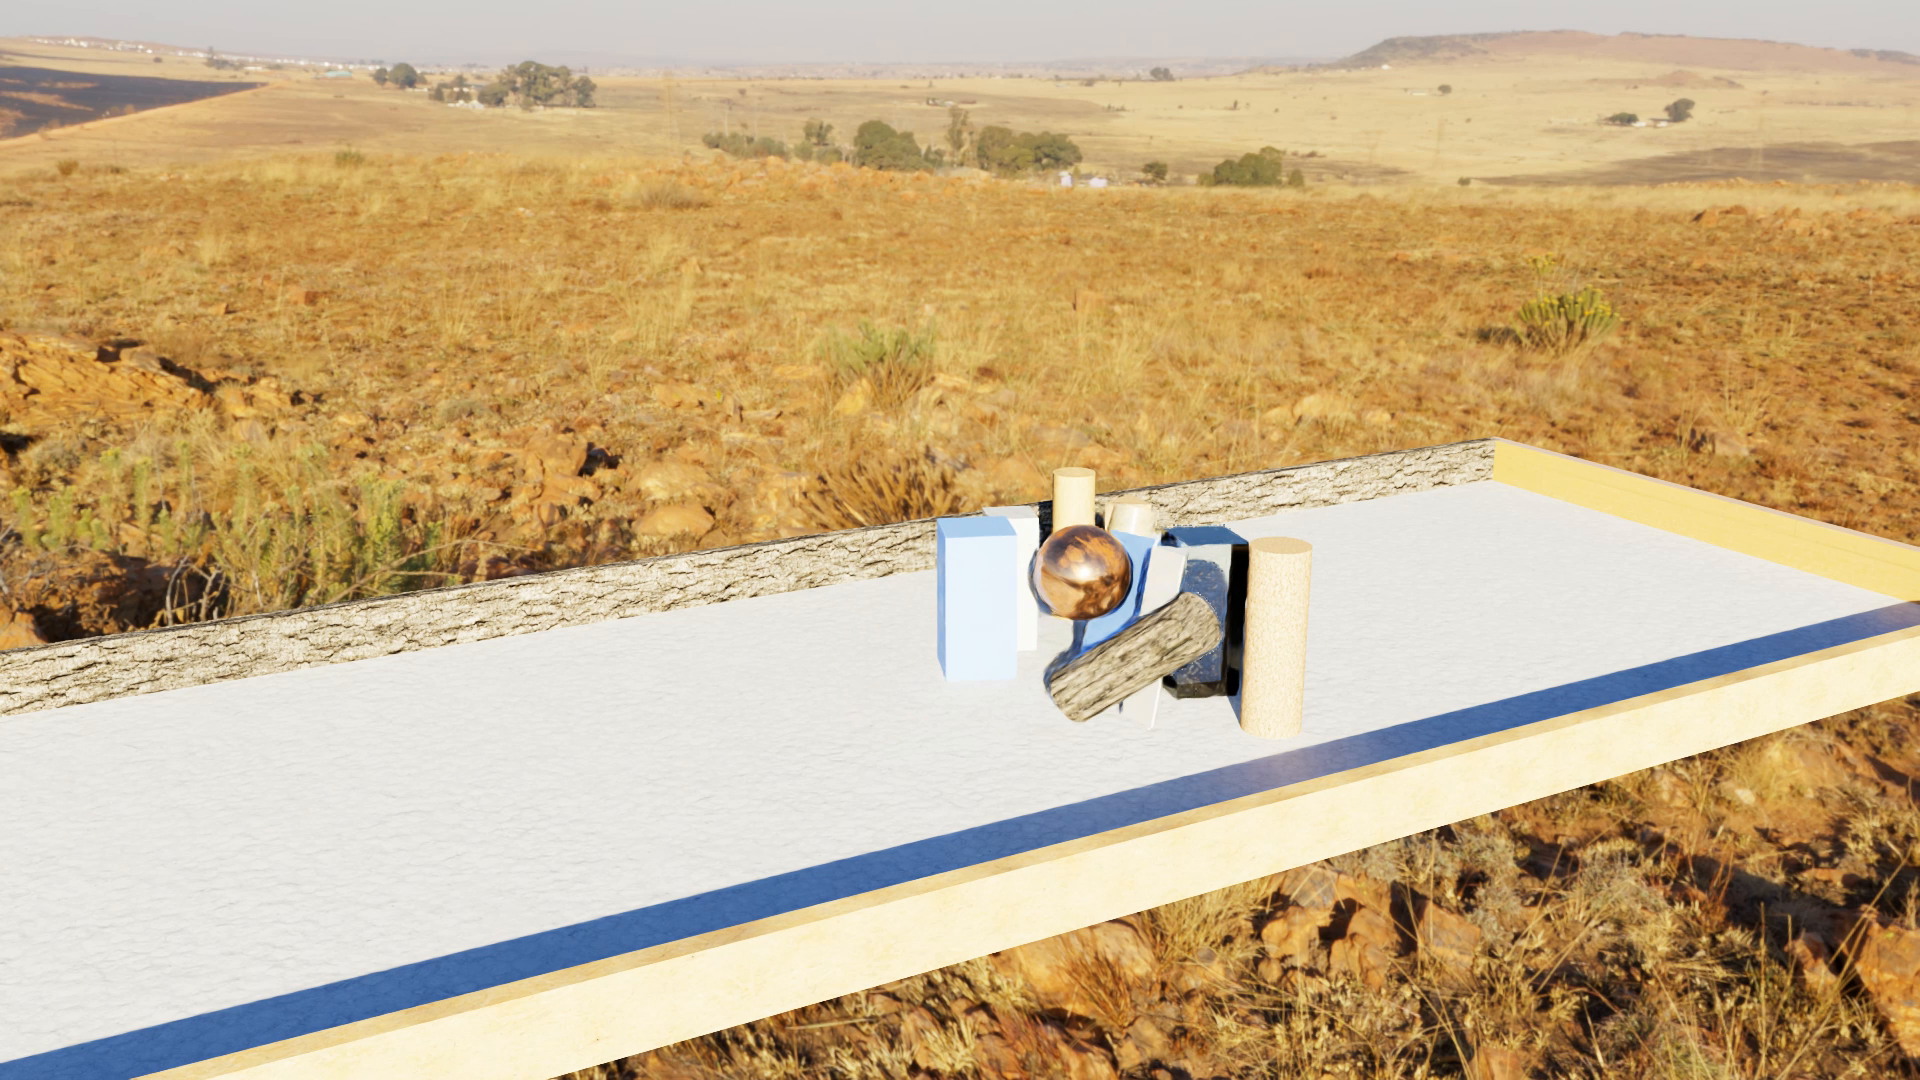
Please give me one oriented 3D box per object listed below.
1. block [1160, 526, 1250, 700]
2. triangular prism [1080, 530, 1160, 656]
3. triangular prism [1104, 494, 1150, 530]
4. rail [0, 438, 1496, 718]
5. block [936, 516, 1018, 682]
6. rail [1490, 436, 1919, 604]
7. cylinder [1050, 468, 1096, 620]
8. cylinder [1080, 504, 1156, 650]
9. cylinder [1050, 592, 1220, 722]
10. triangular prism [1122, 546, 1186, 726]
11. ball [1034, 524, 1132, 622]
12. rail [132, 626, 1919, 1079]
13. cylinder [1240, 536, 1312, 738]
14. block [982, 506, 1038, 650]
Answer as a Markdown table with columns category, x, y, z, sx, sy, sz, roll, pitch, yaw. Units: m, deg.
| category | x | y | z | sx | sy | sz | roll | pitch | yaw |
| --- | --- | --- | --- | --- | --- | --- | --- | --- | --- |
| block | 0.590 | 0.176 | 4.057 | 0.163 | 0.389 | 0.163 | -2 | 16 | -16 |
| triangular prism | 0.427 | 0.171 | 4.107 | 0.143 | 0.356 | 0.124 | 13 | -2 | 44 |
| triangular prism | 0.440 | 0.086 | 4.352 | 0.117 | 0.400 | 0.101 | 2 | 16 | 7 |
| rail | -3.305 | 0.497 | 3.399 | 12.000 | 0.150 | 0.050 | -9 | 18 | -27 |
| block | 0.041 | 0.147 | 4.188 | 0.179 | 0.376 | 0.179 | -2 | 17 | -8 |
| rail | 2.466 | -0.048 | 5.253 | 0.050 | 0.150 | 2.100 | -9 | 18 | -27 |
| cylinder | 0.314 | 0.011 | 4.588 | 0.117 | 0.411 | 0.117 | 0 | 16 | 0 |
| cylinder | 0.400 | 0.121 | 4.193 | 0.109 | 0.412 | 0.109 | 13 | 0 | 0 |
| cylinder | 0.398 | 0.274 | 3.782 | 0.410 | 0.138 | 0.138 | -36 | -8 | 37 |
| triangular prism | 0.472 | 0.221 | 3.859 | 0.089 | 0.413 | 0.077 | 19 | 16 | 38 |
| ball | 0.297 | 0.079 | 3.998 | 0.235 | 0.235 | 0.235 | 0 | 16 | 0 |
| rail | -2.336 | 1.006 | 1.665 | 12.000 | 0.150 | 0.050 | -9 | 18 | -27 |
| cylinder | 0.727 | 0.225 | 3.802 | 0.141 | 0.444 | 0.141 | 0 | 16 | 0 |
| block | 0.131 | 0.102 | 4.365 | 0.126 | 0.362 | 0.126 | -3 | 17 | -8 |
